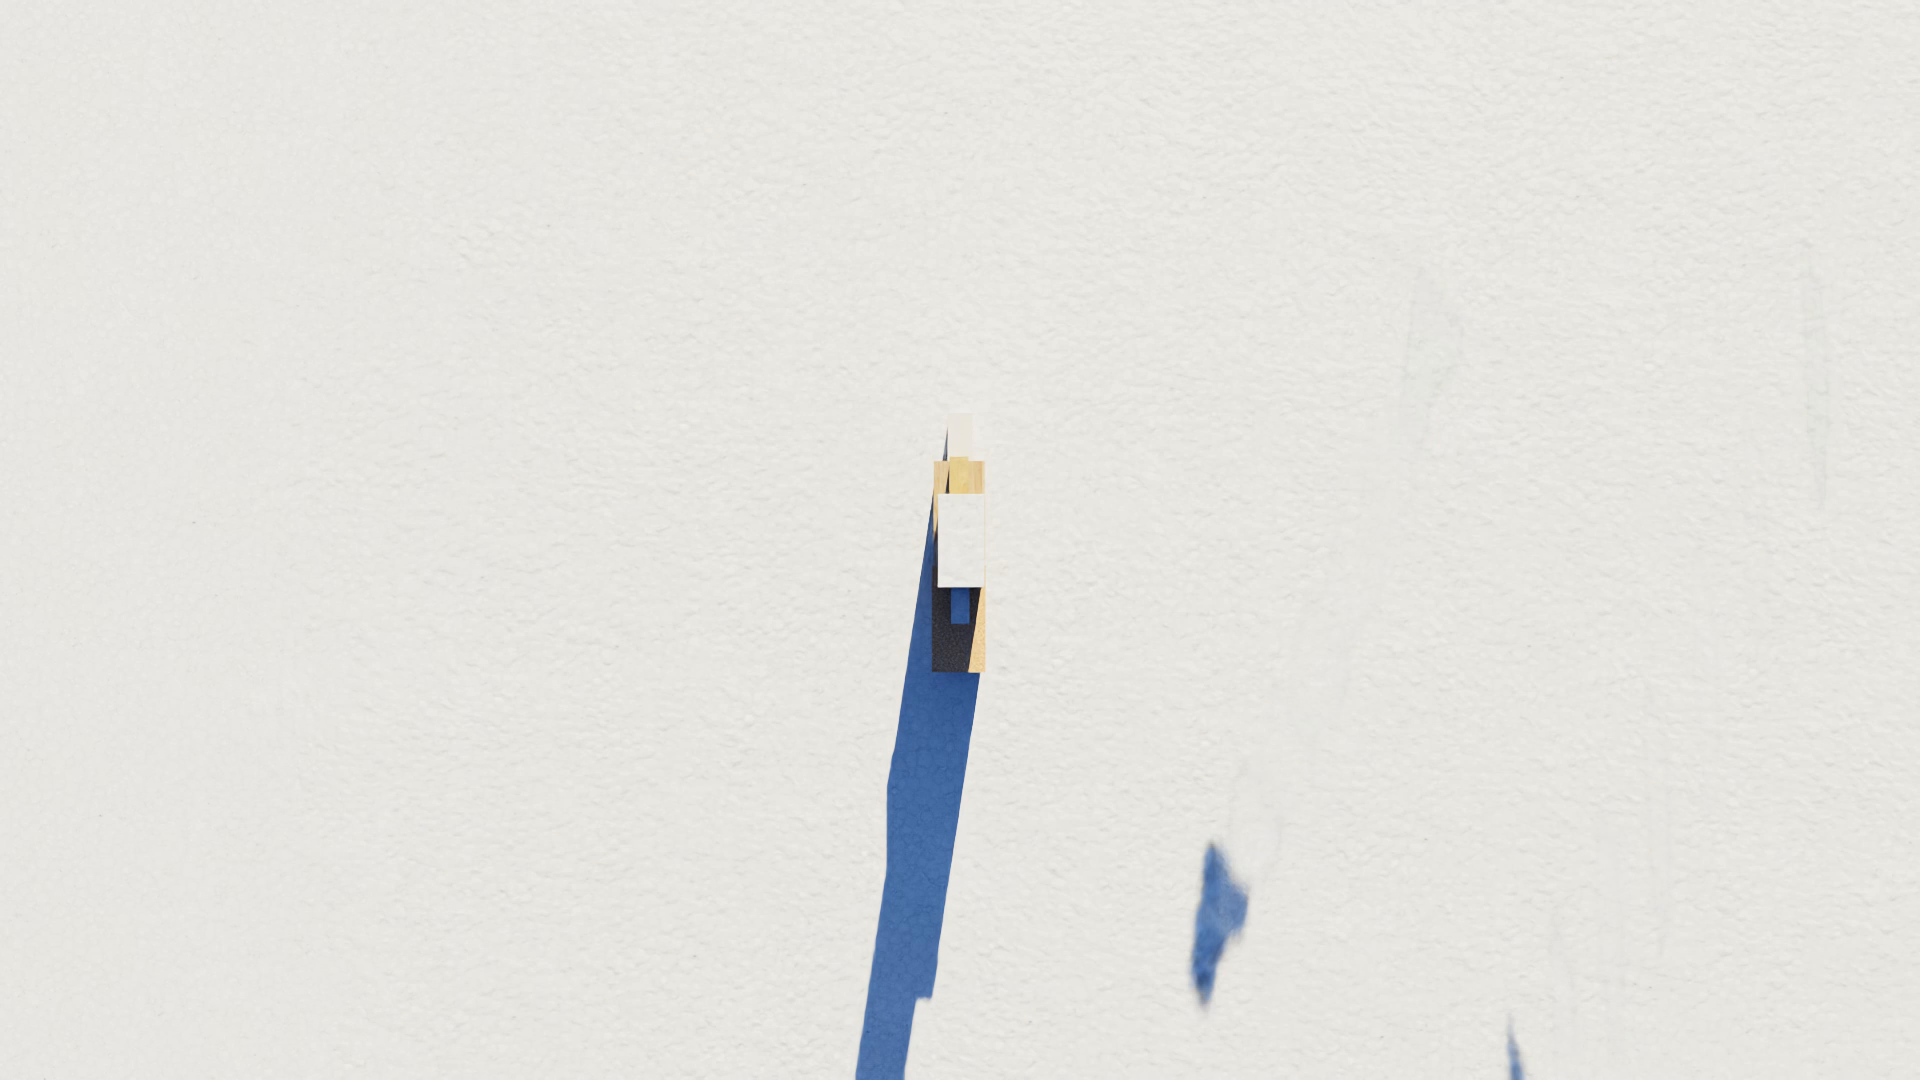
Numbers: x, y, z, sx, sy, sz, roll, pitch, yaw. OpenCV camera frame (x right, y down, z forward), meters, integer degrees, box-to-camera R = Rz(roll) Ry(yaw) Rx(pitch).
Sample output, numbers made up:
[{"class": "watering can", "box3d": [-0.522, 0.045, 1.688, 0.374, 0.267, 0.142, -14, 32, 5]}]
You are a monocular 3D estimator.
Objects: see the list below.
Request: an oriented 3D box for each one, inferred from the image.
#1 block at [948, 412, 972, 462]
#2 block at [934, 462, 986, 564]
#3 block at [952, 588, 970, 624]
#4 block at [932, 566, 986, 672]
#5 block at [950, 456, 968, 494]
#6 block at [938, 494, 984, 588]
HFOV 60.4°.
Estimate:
[{"class": "block", "box3d": [0.001, -0.331, 5.328, 0.080, 0.023, 0.160, 0, 90, 0]}, {"class": "block", "box3d": [-0.002, -0.086, 5.158, 0.160, 0.045, 0.319, 0, 90, 0]}, {"class": "block", "box3d": [0.001, 0.198, 5.002, 0.055, 0.016, 0.111, 0, 90, 0]}, {"class": "block", "box3d": [-0.004, 0.245, 5.144, 0.166, 0.047, 0.332, 0, 90, 0]}, {"class": "block", "box3d": [-0.003, -0.196, 5.013, 0.057, 0.016, 0.114, 0, 90, 0]}, {"class": "block", "box3d": [0.004, 0.002, 4.830, 0.136, 0.039, 0.272, 0, 90, 0]}]
